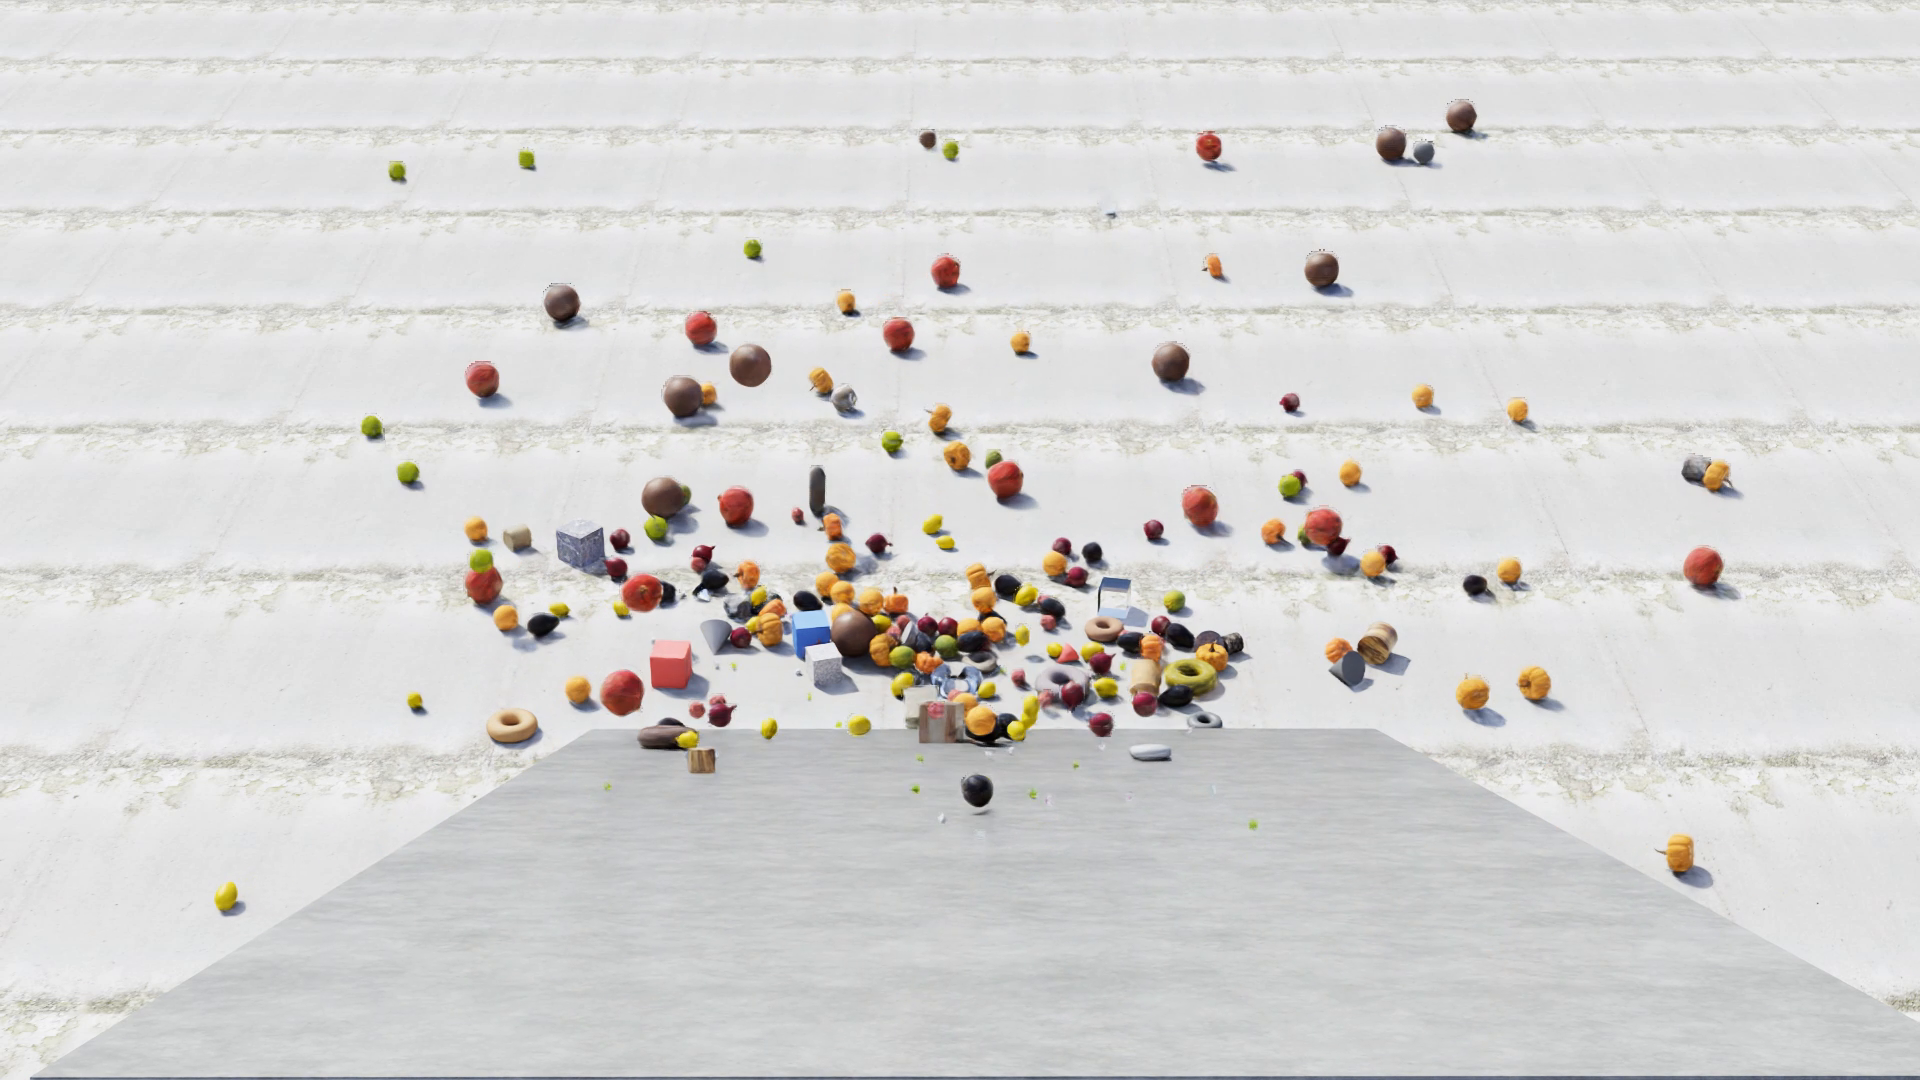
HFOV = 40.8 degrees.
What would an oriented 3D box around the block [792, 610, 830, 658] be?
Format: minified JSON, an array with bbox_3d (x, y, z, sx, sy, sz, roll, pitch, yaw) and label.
[{"bbox_3d":[-0.411,0.259,7.118,0.092,0.092,0.092,-5,28,-9],"label":"block"}]

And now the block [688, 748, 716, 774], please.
[{"bbox_3d":[-0.555,0.472,5.534,0.051,0.051,0.051,0,1,-16],"label":"block"}]

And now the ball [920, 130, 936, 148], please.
[{"bbox_3d":[-0.134,-1.683,10.851,0.075,0.075,0.075,0,28,0],"label":"ball"}]

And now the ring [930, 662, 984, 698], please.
[{"bbox_3d":[-0.009,0.376,6.944,0.143,0.048,0.143,1,29,0],"label":"ring"}]

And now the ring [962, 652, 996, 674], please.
[{"bbox_3d":[0.052,0.335,7.037,0.097,0.032,0.097,-1,27,1],"label":"ring"}]

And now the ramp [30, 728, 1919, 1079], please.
[{"bbox_3d":[0.062,0.561,4.599,2.000,0.100,4.000,0,1,0],"label":"ramp"}]

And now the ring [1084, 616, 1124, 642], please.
[{"bbox_3d":[0.403,0.248,7.198,0.111,0.037,0.111,0,26,0],"label":"ring"}]

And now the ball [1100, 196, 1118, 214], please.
[{"bbox_3d":[0.584,-1.317,10.156,0.070,0.070,0.070,0,28,0],"label":"ball"}]

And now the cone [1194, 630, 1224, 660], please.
[{"bbox_3d":[0.682,0.288,7.121,0.083,0.083,0.083,0,1,0],"label":"cone"}]

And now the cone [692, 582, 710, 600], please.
[{"bbox_3d":[-0.732,0.157,7.387,0.050,0.050,0.050,-27,65,-41],"label":"cone"}]

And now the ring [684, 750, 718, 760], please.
[{"bbox_3d":[-0.579,0.482,5.770,0.076,0.025,0.076,1,0,0],"label":"ring"}]

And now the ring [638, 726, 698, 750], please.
[{"bbox_3d":[-0.689,0.466,6.094,0.143,0.048,0.143,1,0,0],"label":"ring"}]

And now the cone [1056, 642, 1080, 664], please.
[{"bbox_3d":[0.286,0.321,7.071,0.058,0.058,0.058,-39,39,-12],"label":"cone"}]

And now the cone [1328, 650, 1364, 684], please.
[{"bbox_3d":[1.031,0.349,6.999,0.093,0.093,0.093,-25,10,-39],"label":"cone"}]

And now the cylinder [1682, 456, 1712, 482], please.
[{"bbox_3d":[2.300,-0.222,8.060,0.070,0.070,0.070,17,32,31],"label":"cylinder"}]

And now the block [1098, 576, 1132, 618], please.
[{"bbox_3d":[0.437,0.163,7.312,0.082,0.082,0.082,6,28,11],"label":"block"}]

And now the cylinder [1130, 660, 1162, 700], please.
[{"bbox_3d":[0.496,0.372,6.881,0.079,0.079,0.079,4,52,7],"label":"cylinder"}]

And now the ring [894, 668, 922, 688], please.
[{"bbox_3d":[-0.140,0.374,6.969,0.080,0.027,0.080,-1,27,1],"label":"ring"}]

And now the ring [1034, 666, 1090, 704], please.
[{"bbox_3d":[0.275,0.387,6.919,0.150,0.050,0.150,-1,28,1],"label":"ring"}]

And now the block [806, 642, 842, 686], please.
[{"bbox_3d":[-0.368,0.337,6.983,0.080,0.080,0.080,-9,29,-16],"label":"block"}]

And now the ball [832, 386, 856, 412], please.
[{"bbox_3d":[-0.382,-0.466,8.512,0.085,0.085,0.085,0,28,0],"label":"ball"}]

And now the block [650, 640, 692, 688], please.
[{"bbox_3d":[-0.780,0.335,6.971,0.094,0.094,0.094,3,28,5],"label":"block"}]

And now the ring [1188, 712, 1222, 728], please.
[{"bbox_3d":[0.641,0.480,6.761,0.094,0.031,0.094,1,27,-1],"label":"ring"}]

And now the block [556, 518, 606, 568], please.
[{"bbox_3d":[-1.115,0.008,7.591,0.098,0.098,0.098,19,33,31],"label":"block"}]

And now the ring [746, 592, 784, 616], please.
[{"bbox_3d":[-0.557,0.180,7.329,0.111,0.037,0.111,-1,26,0],"label":"ring"}]

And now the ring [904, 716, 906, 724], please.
[{"bbox_3d":[-0.100,0.469,6.777,0.094,0.031,0.094,-4,32,2],"label":"ring"}]

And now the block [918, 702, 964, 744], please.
[{"bbox_3d":[-0.045,0.441,6.253,0.091,0.091,0.091,0,1,13],"label":"block"}]

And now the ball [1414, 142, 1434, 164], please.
[{"bbox_3d":[1.920,-1.602,10.685,0.086,0.086,0.086,0,28,0],"label":"ball"}]

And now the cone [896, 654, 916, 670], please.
[{"bbox_3d":[-0.147,0.327,7.028,0.053,0.053,0.053,0,27,0],"label":"cone"}]

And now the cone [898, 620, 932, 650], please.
[{"bbox_3d":[-0.112,0.281,7.133,0.088,0.088,0.088,25,26,-10],"label":"cone"}]

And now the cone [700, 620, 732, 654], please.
[{"bbox_3d":[-0.676,0.282,7.128,0.092,0.092,0.092,1,54,1],"label":"cone"}]

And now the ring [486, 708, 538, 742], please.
[{"bbox_3d":[-1.169,0.484,6.739,0.134,0.045,0.134,1,28,-1],"label":"ring"}]

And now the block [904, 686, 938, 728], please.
[{"bbox_3d":[-0.099,0.439,6.714,0.084,0.084,0.084,-4,61,0],"label":"block"}]

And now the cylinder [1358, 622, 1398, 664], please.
[{"bbox_3d":[1.145,0.282,7.078,0.088,0.088,0.088,12,30,22],"label":"cylinder"}]

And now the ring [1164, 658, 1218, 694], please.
[{"bbox_3d":[0.621,0.368,6.956,0.148,0.049,0.148,-1,27,0],"label":"ring"}]

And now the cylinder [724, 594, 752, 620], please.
[{"bbox_3d":[-0.628,0.189,7.289,0.055,0.055,0.055,-25,34,-39],"label":"cylinder"}]

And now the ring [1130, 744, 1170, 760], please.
[{"bbox_3d":[0.429,0.477,5.816,0.094,0.031,0.094,0,-1,0],"label":"ring"}]
